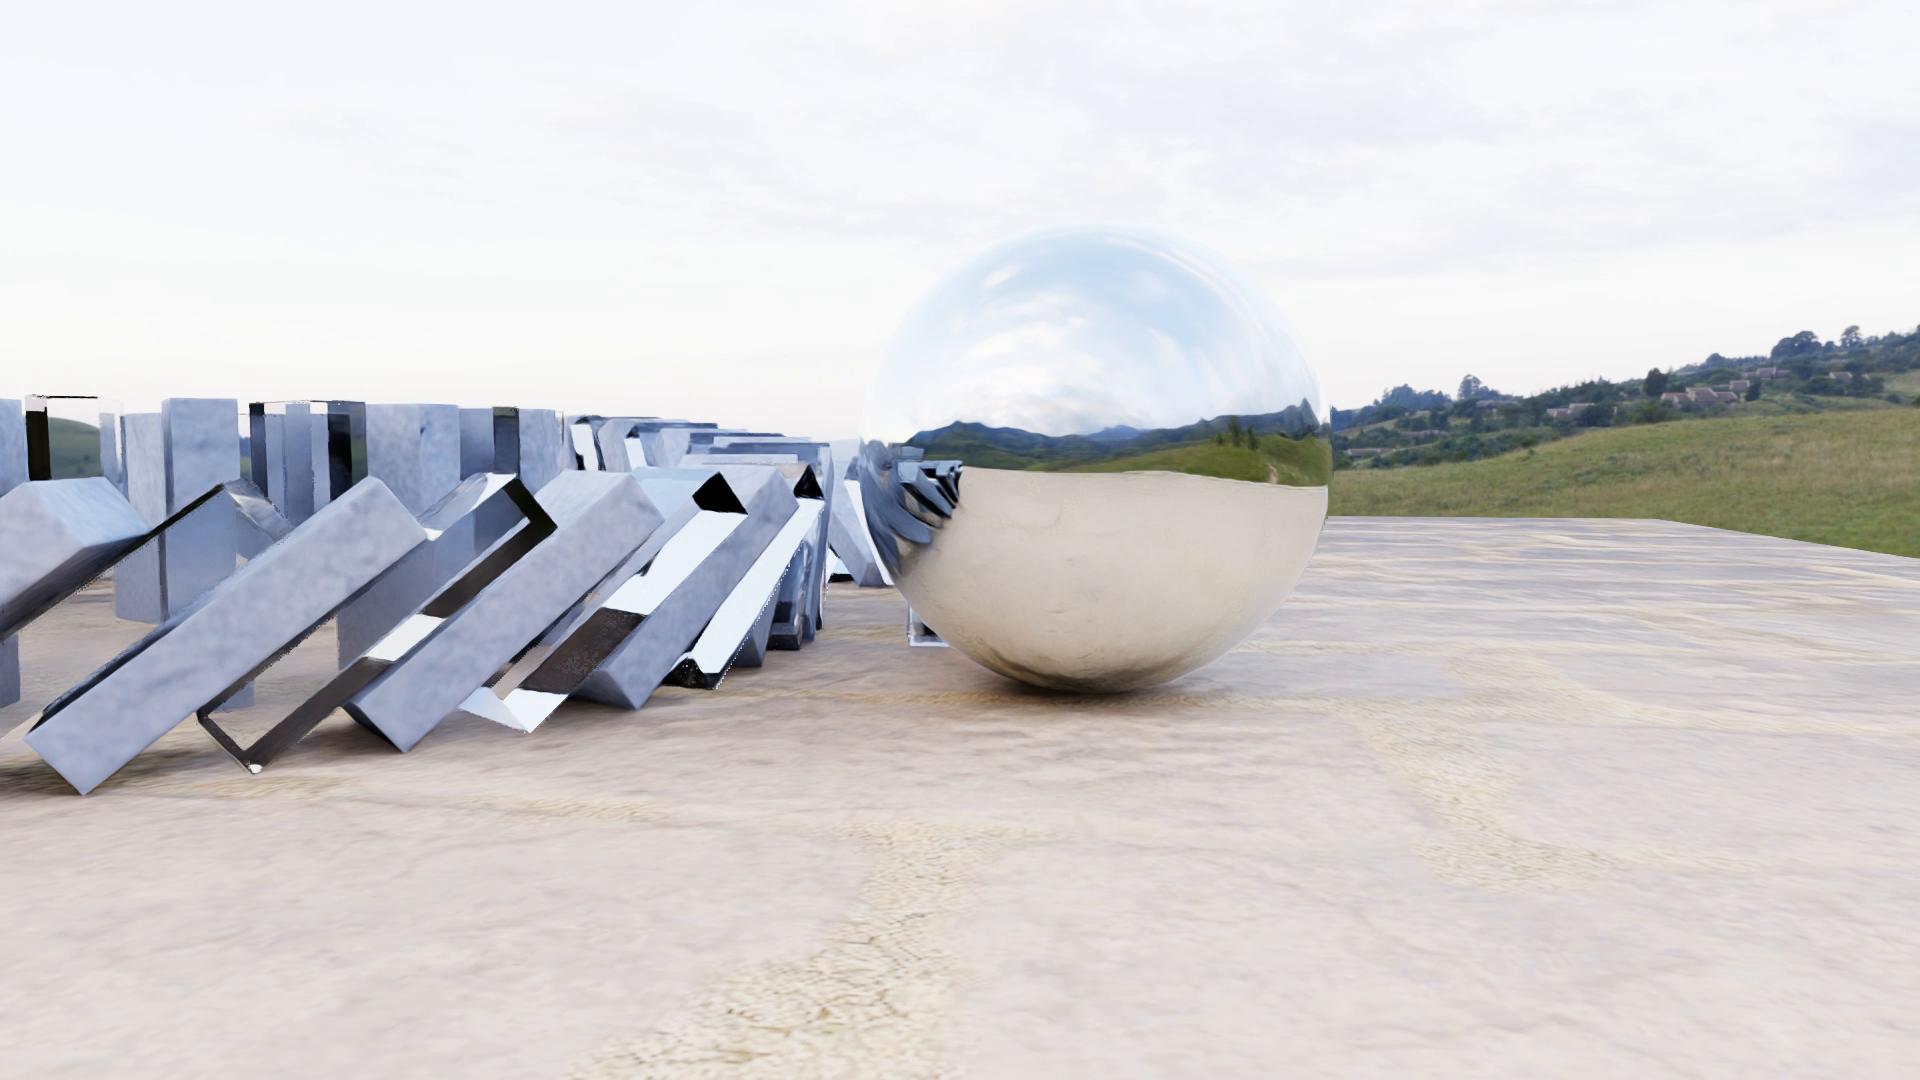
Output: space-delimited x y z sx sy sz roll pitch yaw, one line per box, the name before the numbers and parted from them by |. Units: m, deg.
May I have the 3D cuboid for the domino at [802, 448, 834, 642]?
domino | -0.044 0.000 0.290 0.025 0.010 0.050 0 49 2

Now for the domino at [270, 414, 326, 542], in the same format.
domino | -0.171 -0.008 0.338 0.010 0.050 0.025 -1 4 -10

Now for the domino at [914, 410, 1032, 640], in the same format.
domino | 0.003 -0.004 0.284 0.025 0.050 0.009 0 -18 3

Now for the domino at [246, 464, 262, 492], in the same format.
domino | -0.219 -0.010 0.446 0.050 0.010 0.025 37 -4 -13

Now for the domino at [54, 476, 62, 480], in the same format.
domino | -0.278 -0.007 0.412 0.050 0.009 0.025 42 -21 -31

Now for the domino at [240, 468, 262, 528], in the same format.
domino | -0.235 -0.009 0.441 0.050 0.010 0.025 37 -7 -16

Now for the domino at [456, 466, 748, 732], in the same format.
domino | -0.060 0.008 0.208 0.025 0.010 0.050 5 45 45

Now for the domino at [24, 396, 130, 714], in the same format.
domino | -0.145 0.002 0.213 0.009 0.050 0.025 -2 5 -25

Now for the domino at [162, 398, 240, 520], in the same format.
domino | -0.131 0.001 0.222 0.009 0.050 0.025 -3 5 -35

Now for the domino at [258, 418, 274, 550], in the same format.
domino | -0.205 -0.012 0.389 0.009 0.050 0.025 -2 5 -22

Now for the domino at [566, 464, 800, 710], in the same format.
domino | -0.052 0.006 0.224 0.025 0.010 0.050 3 44 34

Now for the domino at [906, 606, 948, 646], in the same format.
domino | 0.002 -0.003 0.273 0.025 0.050 0.009 0 -18 3

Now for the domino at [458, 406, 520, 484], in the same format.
domino | -0.104 -0.002 0.264 0.025 0.050 0.009 1 4 12

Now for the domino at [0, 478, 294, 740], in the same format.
domino | -0.111 0.011 0.164 0.050 0.010 0.025 -40 18 -15

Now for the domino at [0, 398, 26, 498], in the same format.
domino | -0.161 0.002 0.207 0.010 0.050 0.025 -1 4 -15

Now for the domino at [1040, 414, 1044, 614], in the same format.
domino | 0.009 -0.007 0.324 0.025 0.050 0.010 0 -18 3

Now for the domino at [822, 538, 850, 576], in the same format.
domino | -0.057 -0.008 0.422 0.025 0.009 0.050 -5 43 -48

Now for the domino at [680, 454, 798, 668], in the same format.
domino | -0.049 0.003 0.260 0.025 0.009 0.050 0 46 6

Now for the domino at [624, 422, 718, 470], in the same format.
domino | -0.075 -0.009 0.360 0.025 0.050 0.010 -3 -23 -38

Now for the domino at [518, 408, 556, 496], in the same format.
domino | -0.102 -0.003 0.281 0.025 0.050 0.009 0 4 1

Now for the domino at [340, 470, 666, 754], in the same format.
domino | -0.071 0.009 0.195 0.025 0.010 0.050 6 45 51

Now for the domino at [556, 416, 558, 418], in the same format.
domino | -0.122 -0.012 0.392 0.010 0.050 0.025 -3 3 20

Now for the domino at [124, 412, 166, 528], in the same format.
domino | -0.198 -0.006 0.318 0.025 0.050 0.010 3 5 36

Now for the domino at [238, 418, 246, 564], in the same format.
domino | -0.219 -0.011 0.380 0.009 0.050 0.025 -3 5 -35

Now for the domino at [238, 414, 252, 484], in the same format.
domino | -0.187 -0.007 0.331 0.010 0.050 0.025 -4 6 -41

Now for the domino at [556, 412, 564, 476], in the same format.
domino | -0.105 -0.005 0.297 0.025 0.050 0.009 -2 5 -20

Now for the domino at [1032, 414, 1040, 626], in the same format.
domino | 0.006 -0.005 0.304 0.025 0.050 0.010 0 -18 3

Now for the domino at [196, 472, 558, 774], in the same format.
domino | -0.083 0.010 0.183 0.050 0.010 0.025 -44 25 -23

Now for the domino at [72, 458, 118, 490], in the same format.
domino | -0.265 -0.008 0.423 0.050 0.010 0.025 39 -16 -25

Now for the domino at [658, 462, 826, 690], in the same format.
domino | -0.047 0.005 0.240 0.025 0.010 0.050 2 44 24

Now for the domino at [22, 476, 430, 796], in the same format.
domino | -0.097 0.011 0.173 0.050 0.010 0.025 -42 21 -19

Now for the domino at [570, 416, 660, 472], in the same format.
domino | -0.097 -0.011 0.379 0.009 0.050 0.025 -18 -8 39

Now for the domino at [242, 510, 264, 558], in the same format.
domino | -0.251 -0.009 0.433 0.050 0.009 0.025 38 -11 -21

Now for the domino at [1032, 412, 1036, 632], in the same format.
domino | 0.005 -0.004 0.294 0.025 0.050 0.009 0 -18 3

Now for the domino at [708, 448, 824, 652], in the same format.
domino | -0.045 0.001 0.277 0.025 0.010 0.050 0 49 2

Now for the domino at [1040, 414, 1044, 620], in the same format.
domino | 0.008 -0.006 0.314 0.025 0.050 0.009 0 -18 3

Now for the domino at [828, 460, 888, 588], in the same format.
domino | -0.030 -0.006 0.400 0.025 0.009 0.050 -3 41 -36

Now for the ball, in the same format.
ball | 0.022 -0.014 0.220 0.080 0.080 0.080 0 4 0

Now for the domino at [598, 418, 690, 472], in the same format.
domino | -0.086 -0.010 0.370 0.025 0.050 0.009 -4 -17 -44

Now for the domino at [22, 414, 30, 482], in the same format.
domino | -0.253 -0.008 0.342 0.025 0.050 0.009 2 5 30

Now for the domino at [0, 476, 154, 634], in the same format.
domino | -0.127 0.012 0.156 0.050 0.009 0.025 -39 13 -10

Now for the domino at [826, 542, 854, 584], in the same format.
domino | -0.043 -0.007 0.412 0.025 0.010 0.050 -4 42 -43

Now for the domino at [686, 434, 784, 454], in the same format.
domino | -0.056 -0.005 0.336 0.025 0.050 0.009 -2 -33 -21

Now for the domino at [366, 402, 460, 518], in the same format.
domino | -0.109 -0.001 0.248 0.025 0.050 0.009 2 5 23

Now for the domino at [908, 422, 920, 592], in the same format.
domino | -0.002 -0.010 0.371 0.025 0.050 0.010 2 -27 -9

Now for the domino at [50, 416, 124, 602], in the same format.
domino | -0.244 -0.009 0.356 0.025 0.050 0.010 3 5 37

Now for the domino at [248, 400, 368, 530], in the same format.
domino | -0.118 0.000 0.233 0.025 0.050 0.009 4 6 39

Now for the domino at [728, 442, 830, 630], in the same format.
domino | -0.044 -0.002 0.306 0.025 0.050 0.010 0 -39 -1

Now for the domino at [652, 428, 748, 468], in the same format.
domino | -0.065 -0.007 0.349 0.025 0.050 0.009 -3 -29 -31

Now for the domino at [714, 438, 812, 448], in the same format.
domino | -0.049 -0.004 0.322 0.025 0.050 0.010 -1 -36 -10

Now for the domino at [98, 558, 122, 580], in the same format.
domino | -0.289 -0.006 0.398 0.025 0.009 0.050 4 -31 44

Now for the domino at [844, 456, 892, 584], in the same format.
domino | -0.016 -0.006 0.390 0.025 0.010 0.050 3 38 -25

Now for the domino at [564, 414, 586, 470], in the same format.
domino | -0.109 -0.012 0.386 0.009 0.050 0.025 -9 -1 33
